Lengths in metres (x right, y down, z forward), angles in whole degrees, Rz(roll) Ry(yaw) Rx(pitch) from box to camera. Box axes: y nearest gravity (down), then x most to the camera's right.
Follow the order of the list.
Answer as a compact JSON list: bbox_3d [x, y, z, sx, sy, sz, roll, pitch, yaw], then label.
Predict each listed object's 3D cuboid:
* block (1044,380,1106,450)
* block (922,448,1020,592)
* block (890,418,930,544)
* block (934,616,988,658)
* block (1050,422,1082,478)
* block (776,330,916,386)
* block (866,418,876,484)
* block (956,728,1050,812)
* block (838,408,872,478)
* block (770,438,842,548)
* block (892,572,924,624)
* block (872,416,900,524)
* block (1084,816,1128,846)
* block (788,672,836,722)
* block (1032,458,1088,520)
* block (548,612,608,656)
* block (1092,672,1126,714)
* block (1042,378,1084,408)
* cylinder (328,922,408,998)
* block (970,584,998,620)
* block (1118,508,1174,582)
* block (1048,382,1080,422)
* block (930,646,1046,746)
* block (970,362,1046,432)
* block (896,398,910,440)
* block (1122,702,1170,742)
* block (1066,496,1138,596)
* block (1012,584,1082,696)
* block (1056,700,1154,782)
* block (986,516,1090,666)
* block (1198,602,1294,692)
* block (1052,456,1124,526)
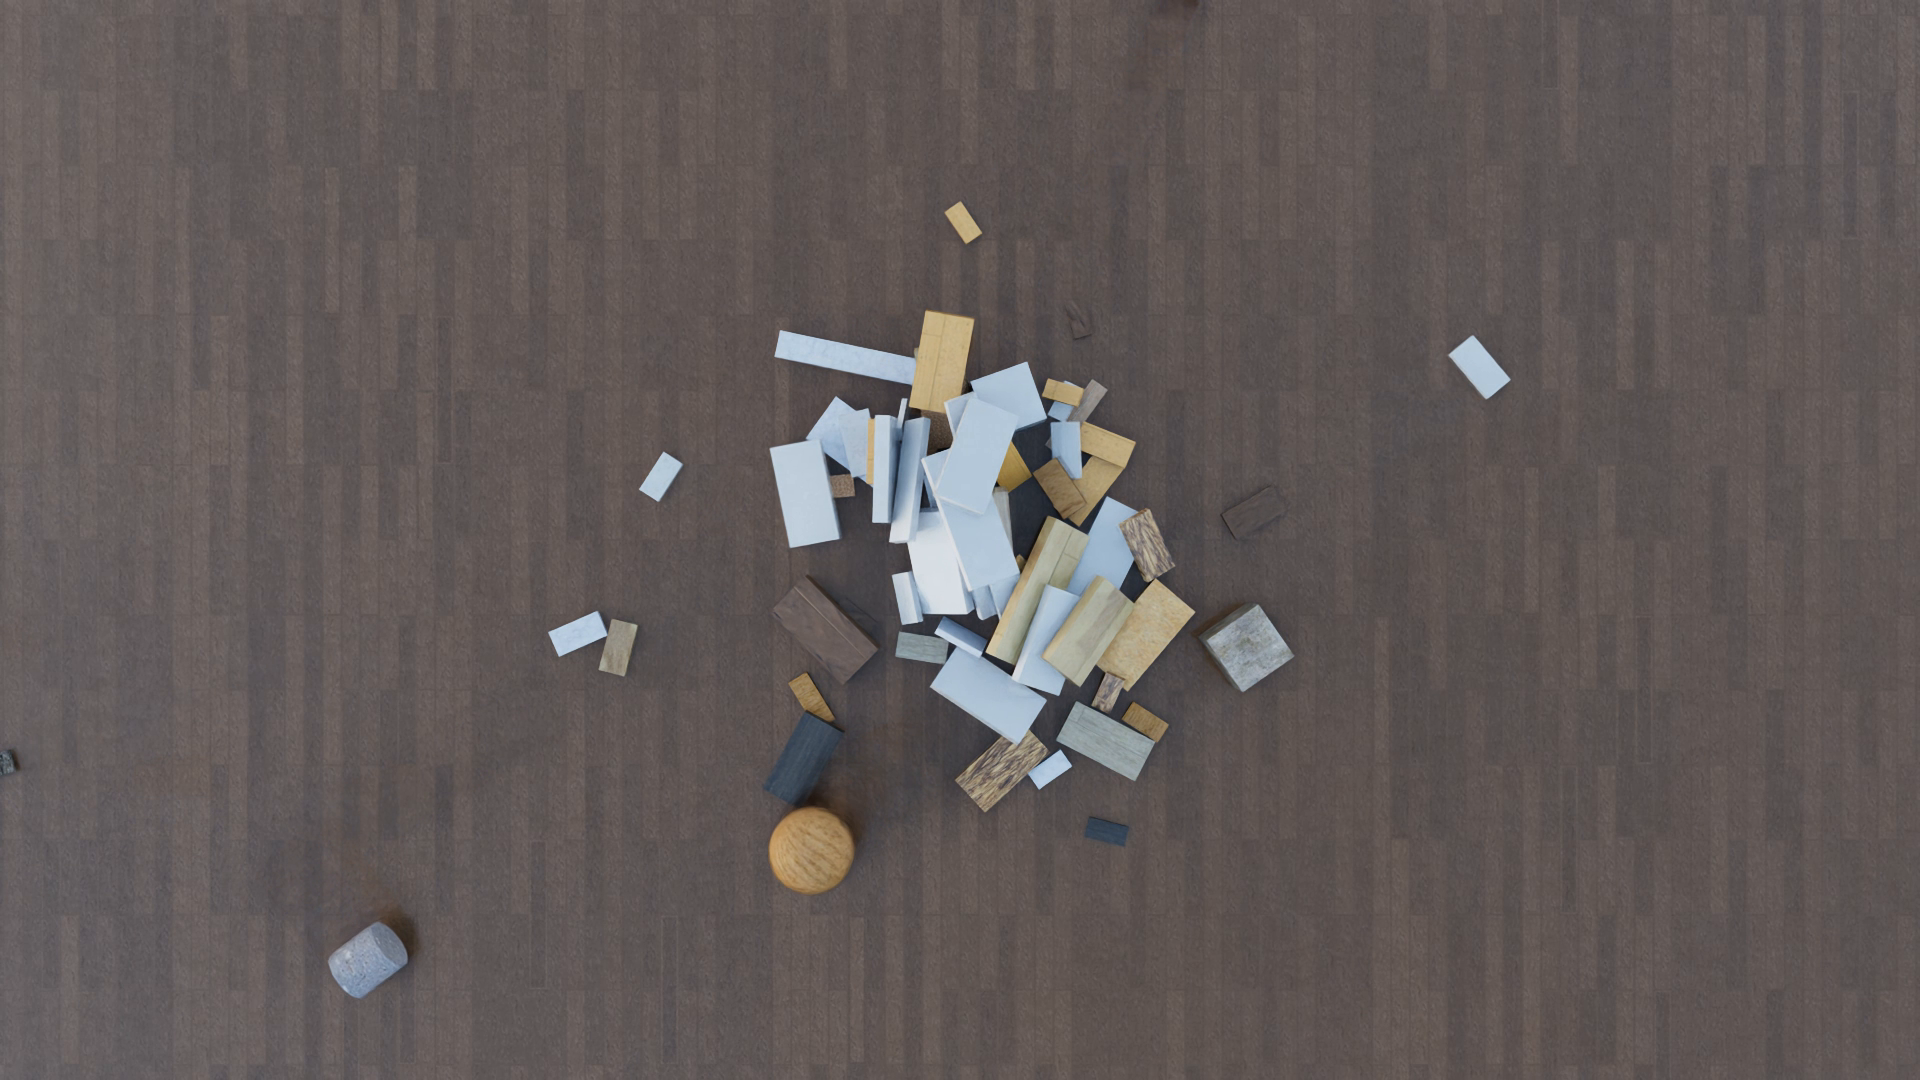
[{"bbox_3d":[0.386,-0.408,5.491,0.063,0.018,0.270,36,90,0],"label":"block"},{"bbox_3d":[0.033,-0.076,5.264,0.167,0.047,0.448,-20,88,-13],"label":"block"},{"bbox_3d":[-0.161,-0.193,5.340,0.029,0.103,0.406,15,76,-37],"label":"block"},{"bbox_3d":[0.005,0.321,5.457,0.168,0.084,0.024,29,119,0],"label":"block"},{"bbox_3d":[0.352,-0.297,5.450,0.093,0.026,0.185,1,101,24],"label":"block"},{"bbox_3d":[-0.371,-0.604,5.488,0.480,0.025,0.088,12,90,0],"label":"block"},{"bbox_3d":[-0.277,-0.285,5.368,0.030,0.104,0.209,2,90,8],"label":"block"},{"bbox_3d":[0.142,0.749,5.479,0.294,0.042,0.147,-43,90,0],"label":"block"},{"bbox_3d":[-0.329,-0.319,5.437,0.104,0.030,0.209,-13,90,0],"label":"block"},{"bbox_3d":[-0.509,-0.156,5.450,0.167,0.047,0.335,-10,96,6],"label":"block"},{"bbox_3d":[-0.174,0.192,5.460,0.024,0.084,0.168,-11,90,-41],"label":"block"},{"bbox_3d":[-0.239,-0.227,5.363,0.049,0.171,0.343,1,90,9],"label":"block"},{"bbox_3d":[0.488,0.970,5.491,0.134,0.019,0.067,14,90,0],"label":"block"},{"bbox_3d":[-0.493,0.535,5.490,0.072,0.020,0.183,-32,90,0],"label":"block"},{"bbox_3d":[0.331,-0.171,5.447,0.093,0.026,0.185,-35,86,15],"label":"block"},{"bbox_3d":[-1.268,0.312,5.488,0.175,0.025,0.088,-24,90,0],"label":"block"},{"bbox_3d":[0.491,0.505,5.461,0.067,0.019,0.134,25,114,7],"label":"block"},{"bbox_3d":[0.341,-0.488,5.469,0.126,0.018,0.063,18,86,19],"label":"block"},{"bbox_3d":[-1.942,1.377,5.413,0.173,0.173,0.173,-37,90,0],"label":"cylinder"},{"bbox_3d":[0.086,0.148,5.395,0.103,0.029,0.206,-25,114,-19],"label":"block"},{"bbox_3d":[0.617,0.017,5.441,0.109,0.031,0.219,-30,108,-12],"label":"block"},{"bbox_3d":[0.350,-0.458,5.480,0.064,0.018,0.128,28,89,20],"label":"block"},{"bbox_3d":[0.094,0.507,5.443,0.346,0.049,0.173,34,72,2],"label":"block"},{"bbox_3d":[0.157,-0.451,5.403,0.193,0.193,0.193,-20,90,0],"label":"block"},{"bbox_3d":[-0.188,-0.397,5.436,0.018,0.064,0.128,2,54,10],"label":"block"},{"bbox_3d":[0.616,0.605,5.490,0.143,0.020,0.072,33,90,0],"label":"block"},{"bbox_3d":[0.447,0.129,5.476,0.173,0.049,0.525,26,90,0],"label":"block"},{"bbox_3d":[0.303,0.328,5.393,0.165,0.047,0.329,20,90,-27],"label":"block"},{"bbox_3d":[0.482,0.665,5.479,0.294,0.042,0.147,27,90,0],"label":"block"},{"bbox_3d":[0.257,0.177,5.398,0.165,0.047,0.489,26,87,-37],"label":"block"},{"bbox_3d":[0.933,0.348,5.399,0.203,0.203,0.203,-35,90,0],"label":"block"},{"bbox_3d":[0.431,-0.180,5.485,0.109,0.031,0.259,38,90,0],"label":"block"}]
